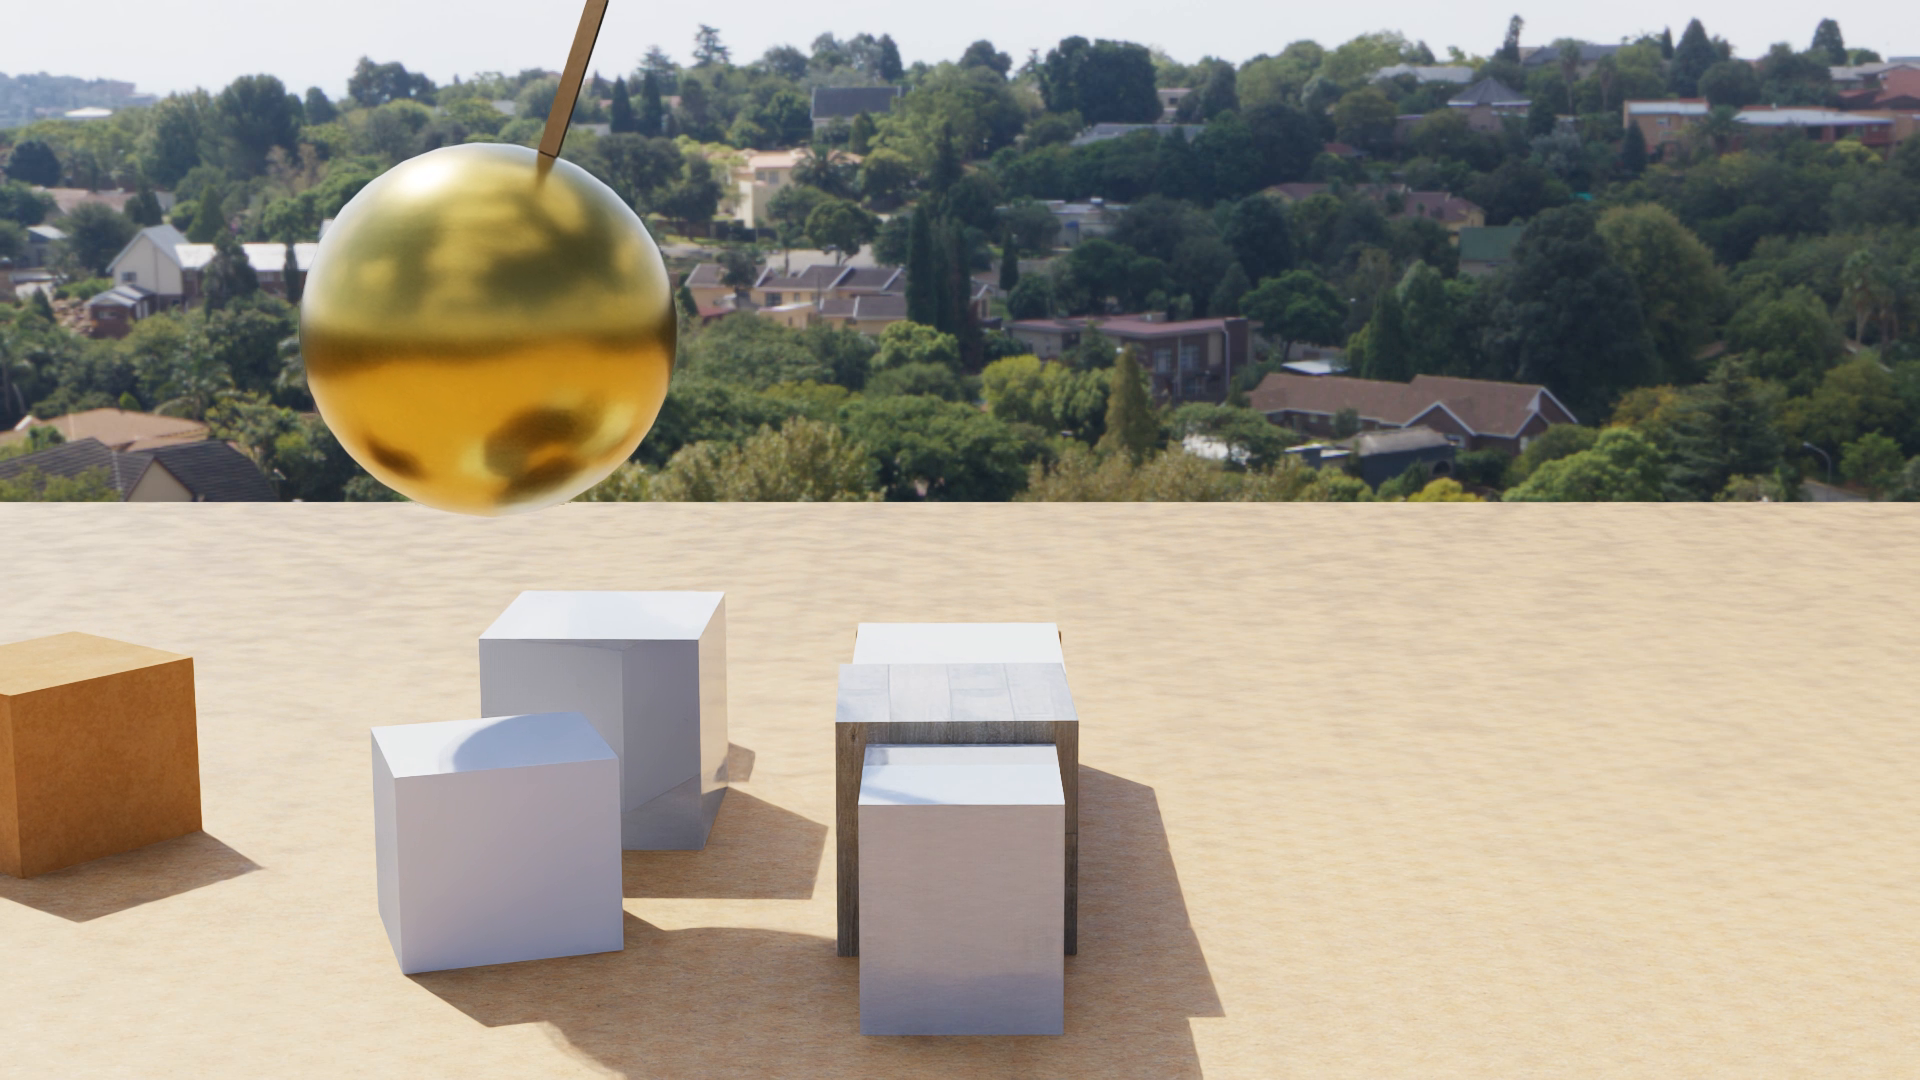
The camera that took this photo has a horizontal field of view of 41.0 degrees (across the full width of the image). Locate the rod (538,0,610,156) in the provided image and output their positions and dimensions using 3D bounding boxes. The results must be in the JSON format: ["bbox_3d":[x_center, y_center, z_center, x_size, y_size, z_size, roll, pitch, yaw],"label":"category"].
[{"bbox_3d":[-0.873,-4.049,10.444,0.080,5.200,0.080,19,10,-3],"label":"rod"}]

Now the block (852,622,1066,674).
[{"bbox_3d":[-0.009,0.943,11.792,0.939,0.925,1.043,0,10,0],"label":"block"}]

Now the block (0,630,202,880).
[{"bbox_3d":[-4.221,0.970,11.900,0.931,0.833,0.951,8,13,37],"label":"block"}]

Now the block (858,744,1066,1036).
[{"bbox_3d":[0.005,1.320,9.836,0.752,0.884,0.859,0,10,0],"label":"block"}]

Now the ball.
[{"bbox_3d":[-2.015,-0.898,11.017,1.600,1.600,1.600,0,10,0],"label":"ball"}]

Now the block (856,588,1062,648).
[{"bbox_3d":[-0.007,0.778,12.820,0.980,0.883,1.025,0,10,0],"label":"block"}]

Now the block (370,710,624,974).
[{"bbox_3d":[-1.918,1.225,10.583,0.885,0.804,0.824,-4,11,-19],"label":"block"}]

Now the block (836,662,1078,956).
[{"bbox_3d":[-0.025,1.107,10.758,0.966,0.974,1.015,0,10,-2],"label":"block"}]

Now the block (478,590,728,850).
[{"bbox_3d":[-1.666,0.836,12.201,0.996,0.990,1.082,0,10,1],"label":"block"}]
